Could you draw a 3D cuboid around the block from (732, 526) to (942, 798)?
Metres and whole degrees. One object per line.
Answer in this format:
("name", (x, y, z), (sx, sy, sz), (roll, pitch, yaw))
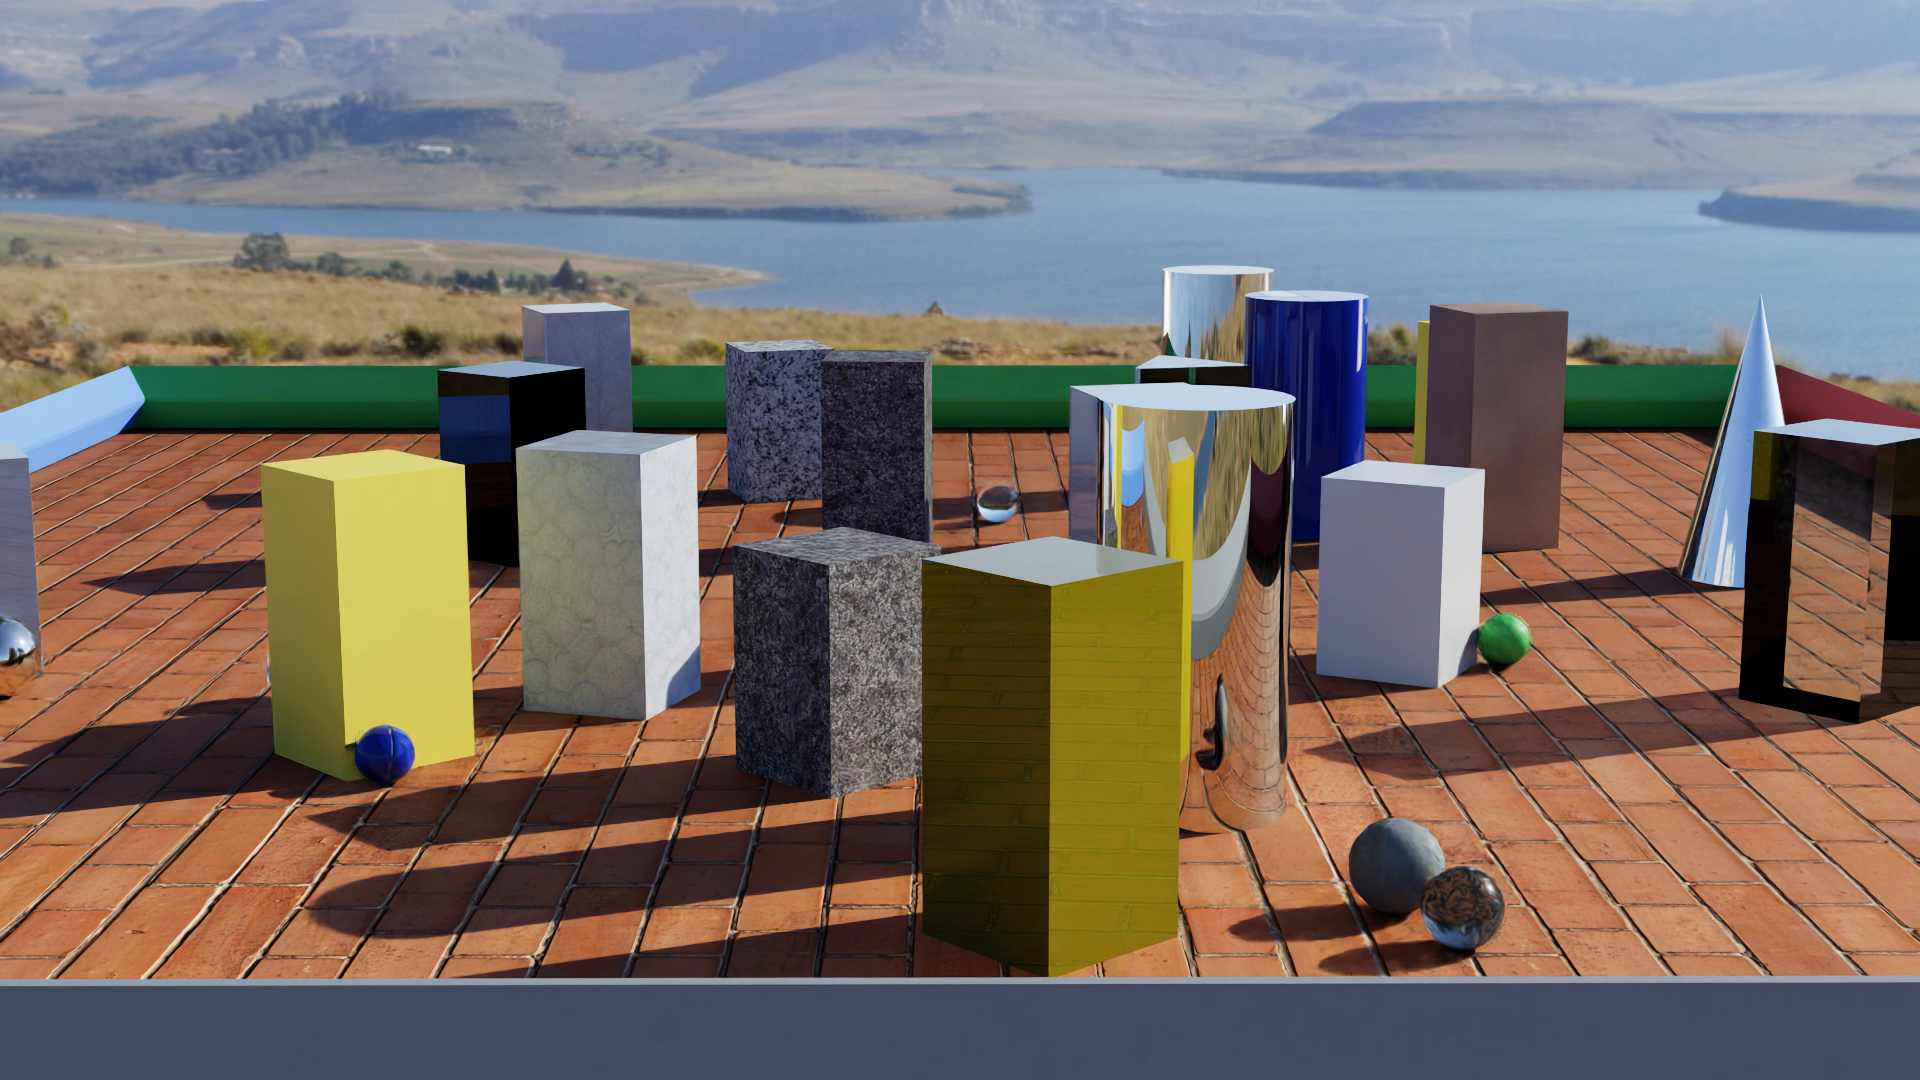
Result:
("block", (-0.126, 0.122, 2.655), (0.152, 0.238, 0.152), (-10, 14, -43))

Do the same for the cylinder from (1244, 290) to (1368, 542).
("cylinder", (0.536, -0.196, 4.002), (0.190, 0.370, 0.190), (0, 11, 0))

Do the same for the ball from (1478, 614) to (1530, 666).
("ball", (0.665, 0.122, 3.135), (0.063, 0.063, 0.063), (0, 11, 0))

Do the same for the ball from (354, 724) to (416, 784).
("ball", (-0.588, 0.219, 2.622), (0.061, 0.061, 0.061), (0, 11, 0))

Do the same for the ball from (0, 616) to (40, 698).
("ball", (-1.116, 0.136, 2.973), (0.095, 0.095, 0.095), (0, 11, 0))

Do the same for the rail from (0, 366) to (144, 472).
("rail", (-1.640, 0.034, 3.440), (0.045, 0.124, 3.519), (0, 11, 0))

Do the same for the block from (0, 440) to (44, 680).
("block", (-1.201, 0.028, 3.081), (0.152, 0.267, 0.152), (-5, 12, -27))

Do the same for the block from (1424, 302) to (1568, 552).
("block", (0.815, -0.174, 3.916), (0.152, 0.360, 0.152), (-3, 11, -16))

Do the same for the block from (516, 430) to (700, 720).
("block", (-0.401, 0.037, 2.944), (0.152, 0.301, 0.152), (3, 11, 18))

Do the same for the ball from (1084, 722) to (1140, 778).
("ball", (0.157, 0.216, 2.645), (0.056, 0.056, 0.056), (0, 11, 0))

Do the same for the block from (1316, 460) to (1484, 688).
("block", (0.533, 0.038, 3.103), (0.152, 0.240, 0.152), (6, 12, 28))

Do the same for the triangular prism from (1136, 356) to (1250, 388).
("triangular prism", (0.307, -0.100, 3.652), (0.165, 0.311, 0.143), (-3, 11, -13))

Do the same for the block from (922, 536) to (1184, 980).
("block", (0.076, 0.175, 2.140), (0.152, 0.323, 0.152), (-10, 14, -42))

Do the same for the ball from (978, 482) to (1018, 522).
("ball", (0.060, -0.061, 4.107), (0.066, 0.066, 0.066), (0, 11, 0))

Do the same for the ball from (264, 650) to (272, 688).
("ball", (-0.762, 0.147, 2.960), (0.079, 0.079, 0.079), (0, 11, 0))

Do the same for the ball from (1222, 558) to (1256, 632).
("ball", (0.335, 0.071, 3.321), (0.095, 0.095, 0.095), (0, 11, 0))

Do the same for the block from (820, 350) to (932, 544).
("block", (-0.123, -0.131, 3.862), (0.152, 0.294, 0.152), (1, 11, 4))

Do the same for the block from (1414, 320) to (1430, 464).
("block", (0.869, -0.214, 4.297), (0.152, 0.298, 0.152), (-4, 11, -22))

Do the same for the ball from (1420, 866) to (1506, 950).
("ball", (0.418, 0.306, 2.132), (0.069, 0.069, 0.069), (0, 11, 0))

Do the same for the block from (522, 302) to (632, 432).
("block", (-0.673, -0.257, 4.516), (0.152, 0.303, 0.152), (-5, 11, -23))

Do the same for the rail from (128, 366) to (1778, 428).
("rail", (-0.010, -0.286, 5.156), (3.328, 0.124, 0.045), (0, 11, 0))

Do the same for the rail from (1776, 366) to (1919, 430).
("rail", (1.640, 0.030, 3.459), (0.045, 0.124, 3.519), (0, 11, 0))

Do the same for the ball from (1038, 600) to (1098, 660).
("ball", (0.133, 0.112, 3.163), (0.073, 0.073, 0.073), (0, 11, 0))

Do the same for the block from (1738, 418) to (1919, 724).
("block", (1.010, 0.031, 2.937), (0.152, 0.314, 0.152), (-9, 14, -40))

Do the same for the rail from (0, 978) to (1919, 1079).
("rail", (0.010, 0.350, 1.743), (3.328, 0.124, 0.045), (0, 11, 0))

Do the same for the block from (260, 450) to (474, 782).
("block", (-0.624, 0.075, 2.708), (0.152, 0.313, 0.152), (-10, 14, -42))

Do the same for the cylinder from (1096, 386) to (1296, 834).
("cylinder", (0.228, 0.063, 2.509), (0.190, 0.408, 0.190), (0, 11, 0))

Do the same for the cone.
("cone", (1.129, -0.150, 3.656), (0.190, 0.408, 0.190), (0, 11, 0))

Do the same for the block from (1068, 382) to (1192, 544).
("block", (0.231, -0.024, 3.209), (0.152, 0.324, 0.152), (-3, 11, -15))

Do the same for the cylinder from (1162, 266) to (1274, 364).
("cylinder", (0.440, -0.274, 4.401), (0.190, 0.378, 0.190), (0, 11, 0))

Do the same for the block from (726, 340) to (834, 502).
("block", (-0.306, -0.205, 4.369), (0.152, 0.254, 0.152), (-3, 11, -18))

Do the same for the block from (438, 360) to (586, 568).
("block", (-0.665, -0.117, 3.827), (0.152, 0.279, 0.152), (8, 13, 36))

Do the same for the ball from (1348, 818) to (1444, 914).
("ball", (0.378, 0.282, 2.222), (0.083, 0.083, 0.083), (0, 11, 0))

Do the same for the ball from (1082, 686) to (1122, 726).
("ball", (0.157, 0.185, 2.849), (0.044, 0.044, 0.044), (0, 11, 0))
